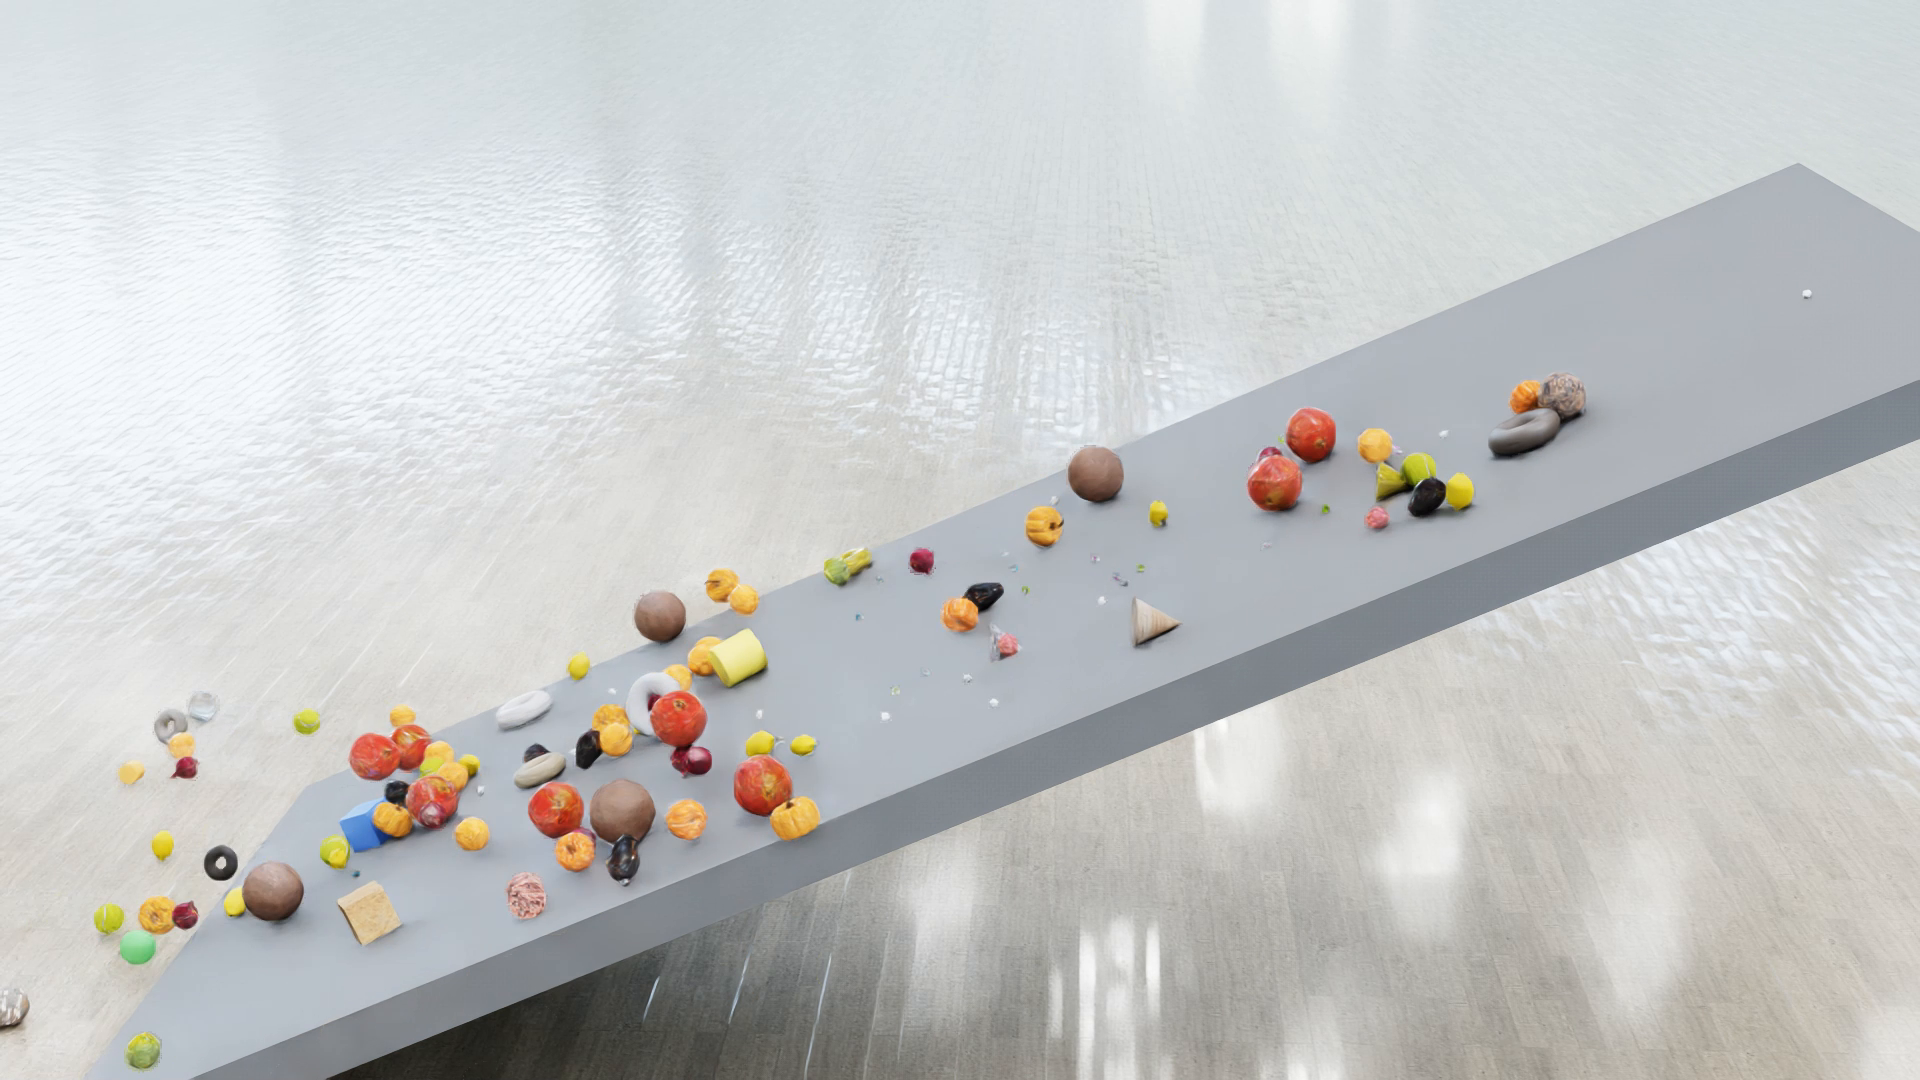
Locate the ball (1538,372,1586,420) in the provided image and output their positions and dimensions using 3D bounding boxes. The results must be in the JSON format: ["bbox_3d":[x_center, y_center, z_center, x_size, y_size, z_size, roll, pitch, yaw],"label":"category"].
[{"bbox_3d":[1.176,-0.282,5.745,0.094,0.094,0.094,0,15,0],"label":"ball"}]

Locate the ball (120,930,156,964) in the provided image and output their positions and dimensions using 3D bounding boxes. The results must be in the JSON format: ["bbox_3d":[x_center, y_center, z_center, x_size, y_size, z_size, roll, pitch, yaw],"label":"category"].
[{"bbox_3d":[-1.827,0.905,6.536,0.077,0.077,0.077,0,15,0],"label":"ball"}]

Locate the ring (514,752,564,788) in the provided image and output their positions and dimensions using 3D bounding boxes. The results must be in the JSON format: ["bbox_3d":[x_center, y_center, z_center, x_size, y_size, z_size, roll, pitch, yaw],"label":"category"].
[{"bbox_3d":[-0.936,0.513,6.545,0.123,0.041,0.123,-24,11,5],"label":"ring"}]

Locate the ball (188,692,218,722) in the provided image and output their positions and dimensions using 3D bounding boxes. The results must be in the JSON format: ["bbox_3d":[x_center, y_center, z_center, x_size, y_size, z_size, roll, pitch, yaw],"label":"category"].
[{"bbox_3d":[-2.140,0.471,8.314,0.083,0.083,0.083,0,15,0],"label":"ball"}]

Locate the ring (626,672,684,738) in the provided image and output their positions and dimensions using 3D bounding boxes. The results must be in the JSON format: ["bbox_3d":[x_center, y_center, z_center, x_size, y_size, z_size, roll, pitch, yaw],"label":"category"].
[{"bbox_3d":[-0.667,0.360,6.435,0.144,0.144,0.048,8,-6,28],"label":"ring"}]

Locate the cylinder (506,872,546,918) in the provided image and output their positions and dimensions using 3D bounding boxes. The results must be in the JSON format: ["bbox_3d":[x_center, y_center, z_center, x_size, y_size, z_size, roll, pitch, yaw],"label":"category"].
[{"bbox_3d":[-0.826,0.677,5.601,0.070,0.070,0.070,-3,10,-12],"label":"cylinder"}]

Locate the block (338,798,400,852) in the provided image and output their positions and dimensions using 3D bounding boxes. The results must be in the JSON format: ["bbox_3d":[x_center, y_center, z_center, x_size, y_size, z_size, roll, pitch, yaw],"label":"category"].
[{"bbox_3d":[-1.336,0.644,6.657,0.082,0.082,0.082,-17,14,29],"label":"block"}]

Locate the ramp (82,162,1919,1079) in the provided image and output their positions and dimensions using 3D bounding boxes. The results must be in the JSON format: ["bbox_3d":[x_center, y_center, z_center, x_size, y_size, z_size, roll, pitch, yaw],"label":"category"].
[{"bbox_3d":[0.131,0.170,6.285,4.000,0.100,2.000,-23,13,8],"label":"ramp"}]

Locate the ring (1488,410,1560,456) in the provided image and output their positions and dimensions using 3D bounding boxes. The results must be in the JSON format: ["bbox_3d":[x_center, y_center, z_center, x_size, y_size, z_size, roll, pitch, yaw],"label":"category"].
[{"bbox_3d":[1.094,-0.210,5.708,0.148,0.049,0.148,-24,11,5],"label":"ring"}]

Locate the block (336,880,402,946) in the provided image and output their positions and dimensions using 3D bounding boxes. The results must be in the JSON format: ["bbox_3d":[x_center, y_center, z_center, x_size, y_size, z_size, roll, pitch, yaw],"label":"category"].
[{"bbox_3d":[-1.194,0.753,5.940,0.087,0.087,0.087,-28,13,-17],"label":"block"}]

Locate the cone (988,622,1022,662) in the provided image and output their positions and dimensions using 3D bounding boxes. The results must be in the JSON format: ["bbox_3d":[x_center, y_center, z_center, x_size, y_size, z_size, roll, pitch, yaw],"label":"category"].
[{"bbox_3d":[0.076,0.196,5.892,0.071,0.071,0.071,-23,13,6],"label":"cone"}]

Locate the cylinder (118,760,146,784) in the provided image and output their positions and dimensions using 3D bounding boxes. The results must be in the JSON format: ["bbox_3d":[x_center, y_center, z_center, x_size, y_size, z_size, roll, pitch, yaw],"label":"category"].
[{"bbox_3d":[-2.193,0.615,7.789,0.052,0.052,0.052,2,8,7],"label":"cylinder"}]

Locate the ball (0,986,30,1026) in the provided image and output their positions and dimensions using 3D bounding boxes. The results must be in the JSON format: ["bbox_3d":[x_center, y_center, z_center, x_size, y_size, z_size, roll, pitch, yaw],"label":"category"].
[{"bbox_3d":[-2.045,1.002,6.325,0.083,0.083,0.083,0,15,0],"label":"ball"}]

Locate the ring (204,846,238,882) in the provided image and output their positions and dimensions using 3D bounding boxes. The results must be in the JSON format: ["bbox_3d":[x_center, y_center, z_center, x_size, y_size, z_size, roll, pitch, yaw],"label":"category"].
[{"bbox_3d":[-1.707,0.747,6.793,0.084,0.084,0.028,4,-6,14],"label":"ring"}]

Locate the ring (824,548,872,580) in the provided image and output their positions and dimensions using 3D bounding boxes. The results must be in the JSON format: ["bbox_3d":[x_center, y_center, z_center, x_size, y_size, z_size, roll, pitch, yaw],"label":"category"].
[{"bbox_3d":[-0.274,0.059,7.165,0.128,0.043,0.128,-24,12,5],"label":"ring"}]

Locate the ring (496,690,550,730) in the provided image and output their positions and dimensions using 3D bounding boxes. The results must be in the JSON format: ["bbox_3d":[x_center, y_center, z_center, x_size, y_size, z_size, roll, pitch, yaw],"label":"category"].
[{"bbox_3d":[-1.065,0.414,7.170,0.145,0.048,0.145,-23,14,6],"label":"ring"}]

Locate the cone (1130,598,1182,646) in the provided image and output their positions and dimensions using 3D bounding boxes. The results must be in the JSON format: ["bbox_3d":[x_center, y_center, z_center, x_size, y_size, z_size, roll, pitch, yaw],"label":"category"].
[{"bbox_3d":[0.375,0.156,5.566,0.094,0.094,0.094,2,15,-5],"label":"cone"}]

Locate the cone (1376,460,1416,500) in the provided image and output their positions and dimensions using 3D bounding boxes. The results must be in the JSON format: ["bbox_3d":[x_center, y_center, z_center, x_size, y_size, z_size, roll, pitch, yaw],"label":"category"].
[{"bbox_3d":[0.860,-0.113,5.778,0.080,0.080,0.080,4,15,5],"label":"cone"}]
